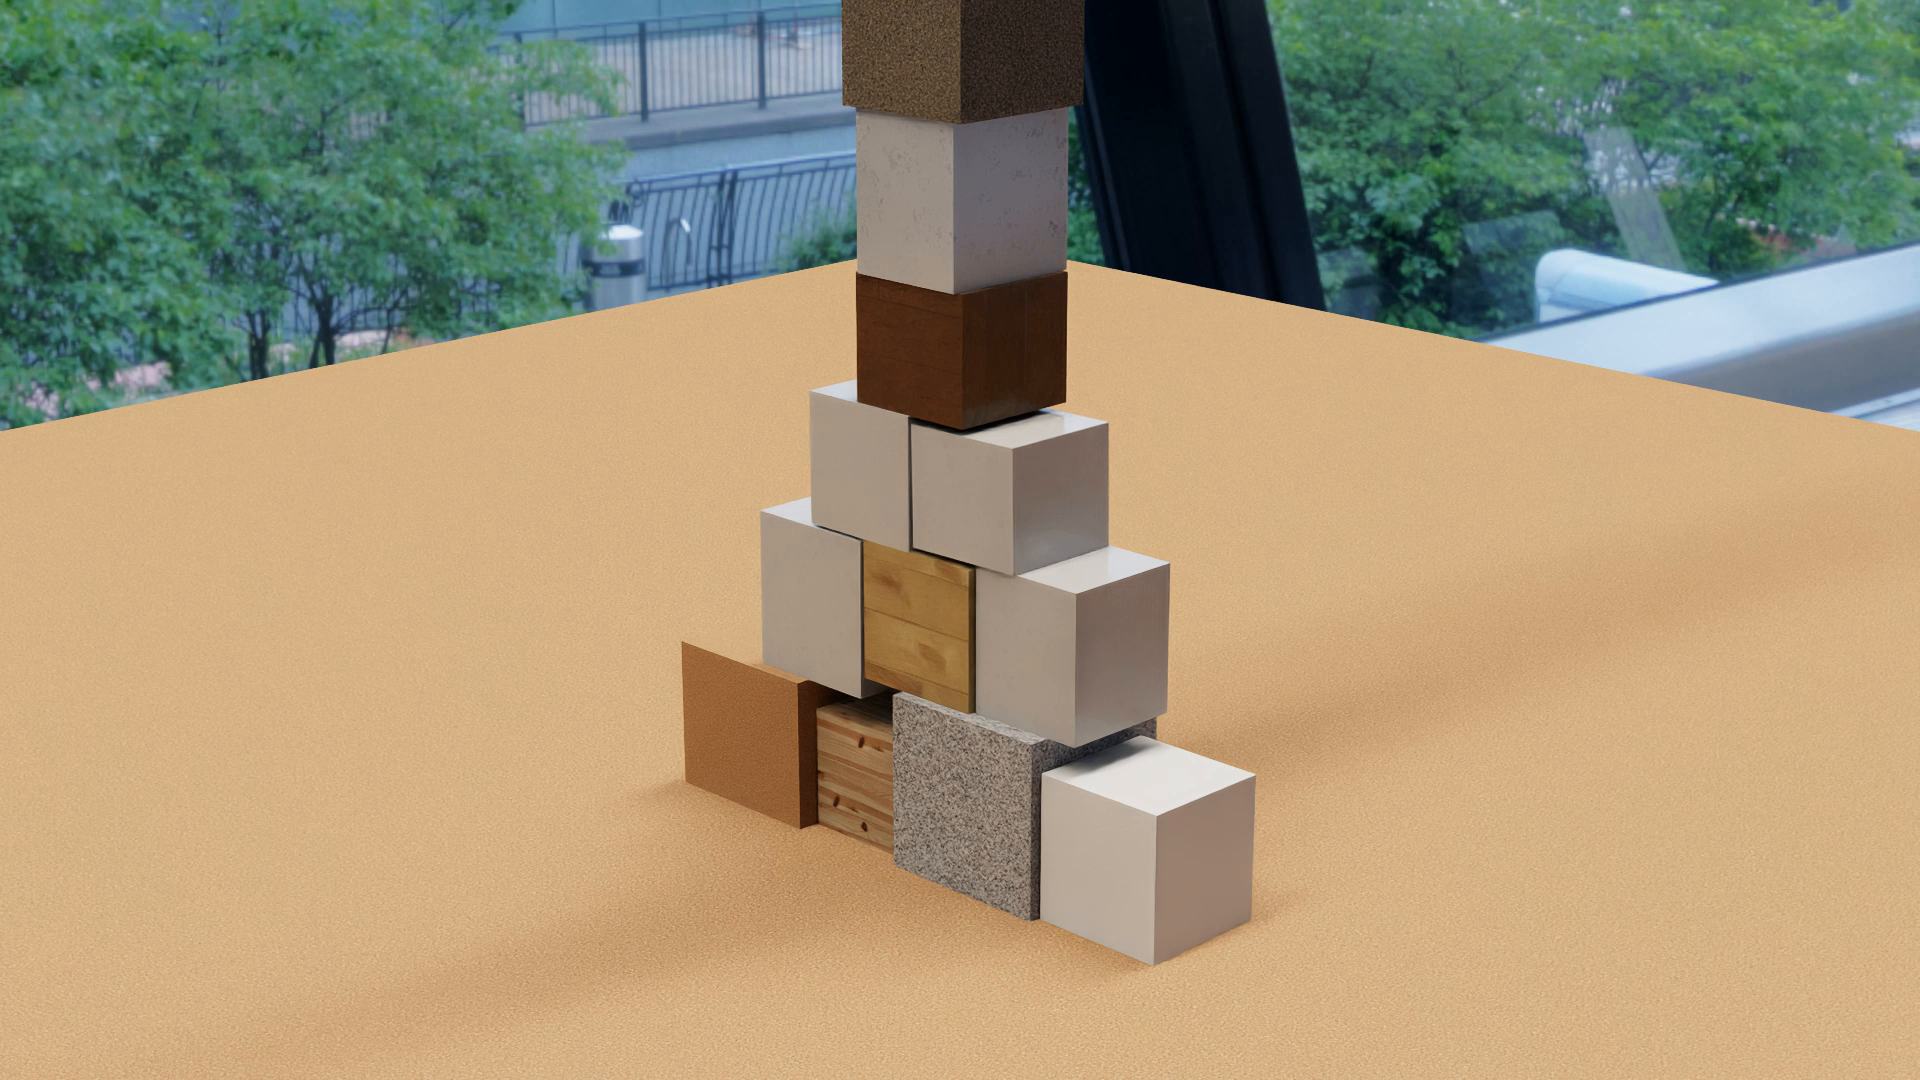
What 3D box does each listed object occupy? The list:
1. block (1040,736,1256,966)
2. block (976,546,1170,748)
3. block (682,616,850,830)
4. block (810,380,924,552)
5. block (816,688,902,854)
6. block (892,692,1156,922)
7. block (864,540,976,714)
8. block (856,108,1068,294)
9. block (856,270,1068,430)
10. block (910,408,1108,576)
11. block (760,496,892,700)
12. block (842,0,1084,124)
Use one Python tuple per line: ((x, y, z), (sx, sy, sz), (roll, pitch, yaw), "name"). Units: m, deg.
((0.822, 1.352, 12.885), (0.653, 0.695, 0.668), (-17, 24, -42), "block")
((0.497, 0.436, 12.977), (0.608, 0.703, 0.599), (-17, 24, -42), "block")
((-0.762, 0.845, 14.420), (0.847, 0.740, 0.847), (-17, 24, -42), "block")
((-0.238, -0.377, 13.445), (0.622, 0.632, 0.646), (-17, 24, -42), "block")
((-0.249, 1.076, 13.939), (0.613, 0.588, 0.605), (-17, 24, -42), "block")
((0.294, 1.110, 13.410), (0.823, 0.841, 0.871), (-17, 24, -42), "block")
((0.025, 0.319, 13.403), (0.638, 0.672, 0.674), (-17, 24, -42), "block")
((0.011, -1.541, 12.870), (0.711, 0.738, 0.601), (-17, 24, -42), "block")
((0.007, -0.903, 13.067), (0.660, 0.597, 0.667), (-17, 24, -42), "block")
((0.224, -0.243, 13.022), (0.613, 0.568, 0.624), (-17, 23, -42), "block")
((-0.452, 0.224, 13.893), (0.695, 0.762, 0.687), (-17, 24, -42), "block")
((0.013, -2.281, 12.639), (0.759, 0.811, 0.724), (-17, 24, -42), "block")
